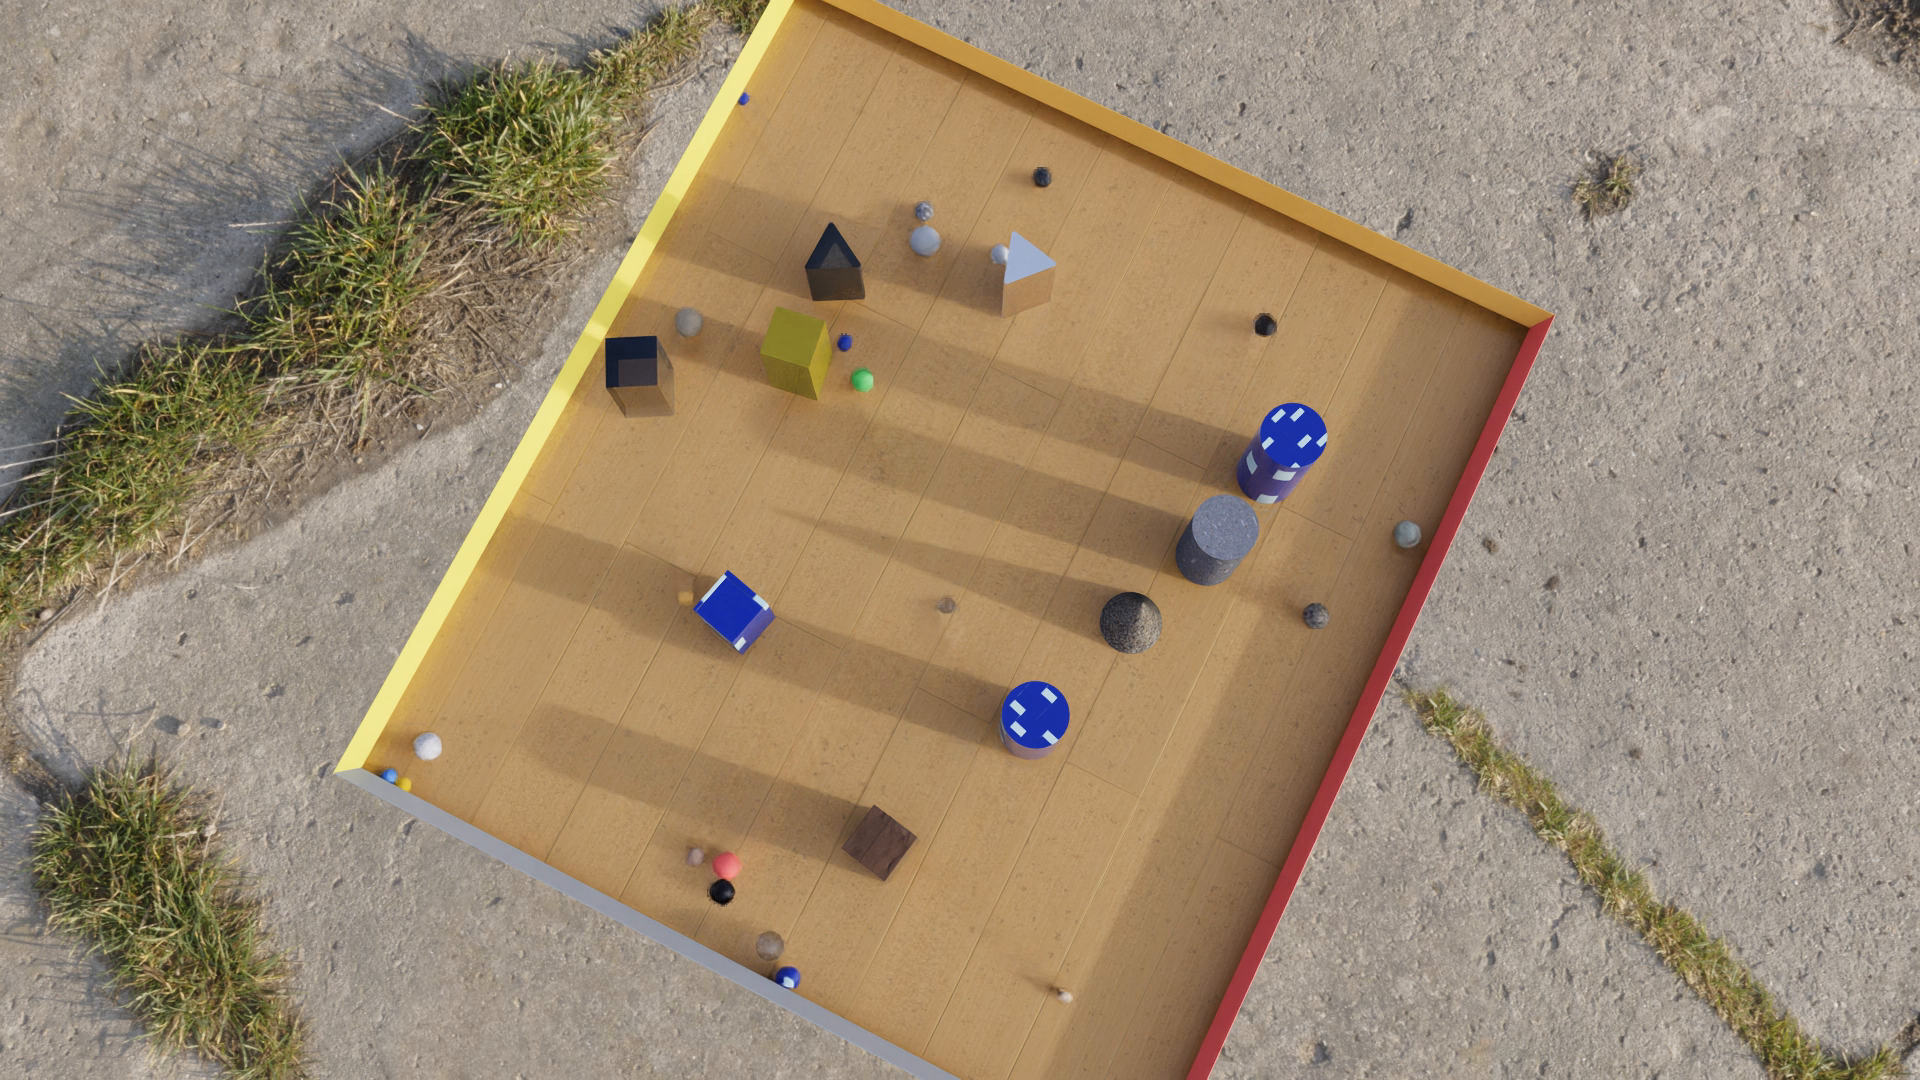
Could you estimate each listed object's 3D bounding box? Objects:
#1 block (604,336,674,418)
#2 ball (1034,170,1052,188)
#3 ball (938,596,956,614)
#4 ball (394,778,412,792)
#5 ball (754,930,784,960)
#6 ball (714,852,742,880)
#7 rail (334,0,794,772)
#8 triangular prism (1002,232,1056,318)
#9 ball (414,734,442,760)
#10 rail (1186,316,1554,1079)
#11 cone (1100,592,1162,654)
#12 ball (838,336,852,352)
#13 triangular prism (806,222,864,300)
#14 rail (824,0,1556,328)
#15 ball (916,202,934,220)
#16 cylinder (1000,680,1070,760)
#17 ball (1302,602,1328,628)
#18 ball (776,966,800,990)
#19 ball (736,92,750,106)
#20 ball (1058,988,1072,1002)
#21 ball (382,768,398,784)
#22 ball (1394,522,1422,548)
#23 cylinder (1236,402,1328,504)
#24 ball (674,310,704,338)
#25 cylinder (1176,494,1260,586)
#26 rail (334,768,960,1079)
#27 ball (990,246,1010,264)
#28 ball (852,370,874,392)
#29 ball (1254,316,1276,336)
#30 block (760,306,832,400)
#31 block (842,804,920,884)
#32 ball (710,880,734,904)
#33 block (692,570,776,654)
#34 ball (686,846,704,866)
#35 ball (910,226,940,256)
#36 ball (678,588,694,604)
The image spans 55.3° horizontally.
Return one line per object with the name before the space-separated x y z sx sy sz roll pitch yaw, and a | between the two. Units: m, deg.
block | -0.966 -0.491 5.548 0.152 0.333 0.152 -3 78 -1
ball | 0.264 -1.149 5.824 0.059 0.059 0.059 0 78 0
ball | -0.041 0.197 5.548 0.054 0.054 0.054 0 78 0
ball | -1.655 0.731 5.440 0.049 0.049 0.049 0 78 0
ball | -0.555 1.180 5.329 0.086 0.086 0.086 0 78 0
ball | -0.683 0.956 5.378 0.080 0.080 0.080 0 78 0
rail | -1.164 -0.563 5.669 0.045 0.124 2.891 26 80 5
triangular prism | 0.185 -0.825 5.624 0.165 0.320 0.143 -21 79 -4
ball | -1.583 0.615 5.447 0.082 0.082 0.082 0 78 0
rail | 1.164 0.576 5.433 0.045 0.124 2.891 26 80 5
cone | 0.519 0.215 5.387 0.190 0.362 0.190 0 78 0
ball | -0.361 -0.613 5.719 0.047 0.047 0.047 0 78 0
triangular prism | -0.385 -0.858 5.645 0.165 0.291 0.143 -3 78 -1
rail | 0.636 -1.239 5.809 2.649 0.124 0.045 26 80 5
ball | -0.113 -1.039 5.803 0.057 0.057 0.057 0 78 0
cylinder | 0.213 0.527 5.319 0.190 0.370 0.190 0 78 0
ball | 1.074 0.228 5.530 0.077 0.077 0.077 0 78 0
ball | -0.501 1.271 5.318 0.070 0.070 0.070 0 78 0
ball | -0.698 -1.419 5.888 0.043 0.043 0.043 0 78 0
ball | 0.304 1.322 5.322 0.041 0.041 0.041 0 78 0
ball | -1.694 0.703 5.446 0.048 0.048 0.048 0 78 0
ball | 1.363 -0.014 5.578 0.081 0.081 0.081 0 78 0
cylinder | 0.948 -0.252 5.433 0.190 0.461 0.190 0 78 0
ball | -0.845 -0.674 5.710 0.089 0.089 0.089 0 78 0
cylinder | 0.754 0.005 5.404 0.190 0.414 0.190 0 78 0
rail | -0.636 1.252 5.293 2.649 0.124 0.045 26 80 5
ball | 0.127 -0.898 5.772 0.059 0.059 0.059 0 78 0
ball | -0.301 -0.494 5.683 0.069 0.069 0.069 0 78 0
ball | 0.952 -0.668 5.721 0.065 0.065 0.065 0 78 0
block | -0.493 -0.562 5.555 0.152 0.347 0.152 17 79 4
block | -0.225 0.877 5.272 0.152 0.319 0.152 36 81 7
ball | -0.697 1.031 5.366 0.073 0.073 0.073 0 78 0
block | -0.667 0.218 5.440 0.152 0.258 0.152 40 81 8
ball | -0.778 0.931 5.397 0.053 0.053 0.053 0 78 0
ball | -0.108 -0.938 5.762 0.095 0.095 0.095 0 78 0
ball | -0.831 0.171 5.556 0.049 0.049 0.049 0 78 0
